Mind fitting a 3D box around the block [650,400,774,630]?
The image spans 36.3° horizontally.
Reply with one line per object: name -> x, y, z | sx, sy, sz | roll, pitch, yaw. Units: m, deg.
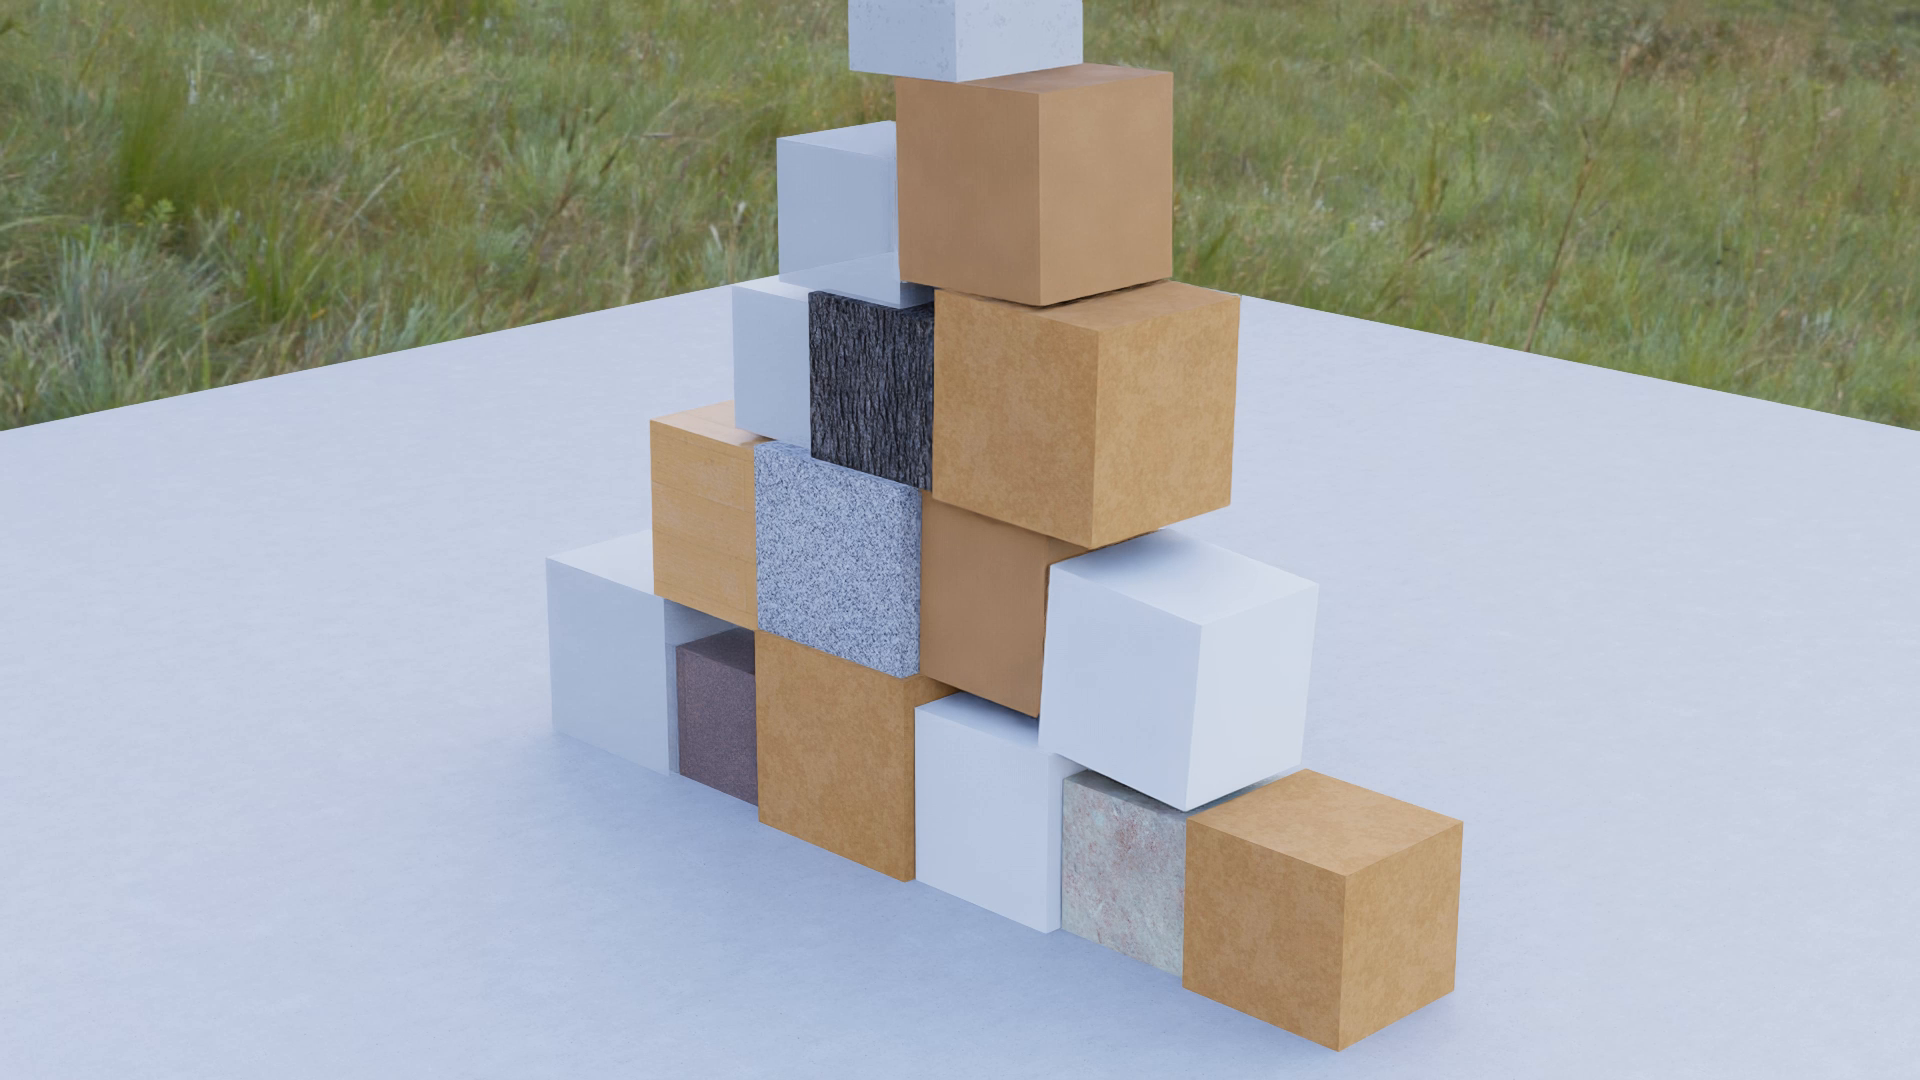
block -> -0.922, -0.156, 14.247 | 0.823, 0.889, 0.805 | -17, 25, -42

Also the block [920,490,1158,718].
block -> 0.350, 0.193, 13.055 | 0.730, 0.883, 0.755 | -17, 25, -42

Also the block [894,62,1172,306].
block -> 0.320, -1.552, 12.544 | 0.824, 0.877, 0.841 | -17, 23, -42

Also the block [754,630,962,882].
block -> -0.267, 0.892, 13.892 | 0.965, 0.969, 1.007 | -17, 24, -42

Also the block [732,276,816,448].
block -> -0.630, -0.855, 13.713 | 0.597, 0.688, 0.621 | -17, 24, -42

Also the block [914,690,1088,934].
block -> 0.383, 1.151, 13.285 | 0.837, 0.839, 0.822 | -17, 24, -42

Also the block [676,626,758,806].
block -> -0.874, 0.842, 14.536 | 0.759, 0.678, 0.721 | -17, 24, -42

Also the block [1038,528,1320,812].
block -> 0.927, 0.536, 12.536 | 0.760, 0.835, 0.845 | -17, 28, -42

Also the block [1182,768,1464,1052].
block -> 1.506, 1.522, 12.219 | 0.785, 0.769, 0.828 | -17, 24, -42

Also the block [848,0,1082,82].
block -> 0.023, -2.349, 12.602 | 0.774, 0.628, 0.654 | -17, 23, -42

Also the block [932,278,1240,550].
block -> 0.535, -0.607, 12.600 | 0.891, 0.929, 0.942 | -17, 25, -42

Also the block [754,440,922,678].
block -> -0.294, -0.001, 13.630 | 0.886, 0.892, 0.972 | -17, 24, -42

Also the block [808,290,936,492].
block -> -0.126, -0.739, 13.215 | 0.771, 0.765, 0.792 | -17, 24, -42

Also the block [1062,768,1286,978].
block -> 0.964, 1.375, 12.787 | 0.717, 0.710, 0.747 | -17, 24, -42

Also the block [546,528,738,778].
block -> -1.472, 0.541, 15.063 | 0.873, 0.936, 0.943 | -17, 24, -42

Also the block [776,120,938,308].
block -> -0.294, -1.478, 13.200 | 0.700, 0.654, 0.792 | -17, 24, -42
